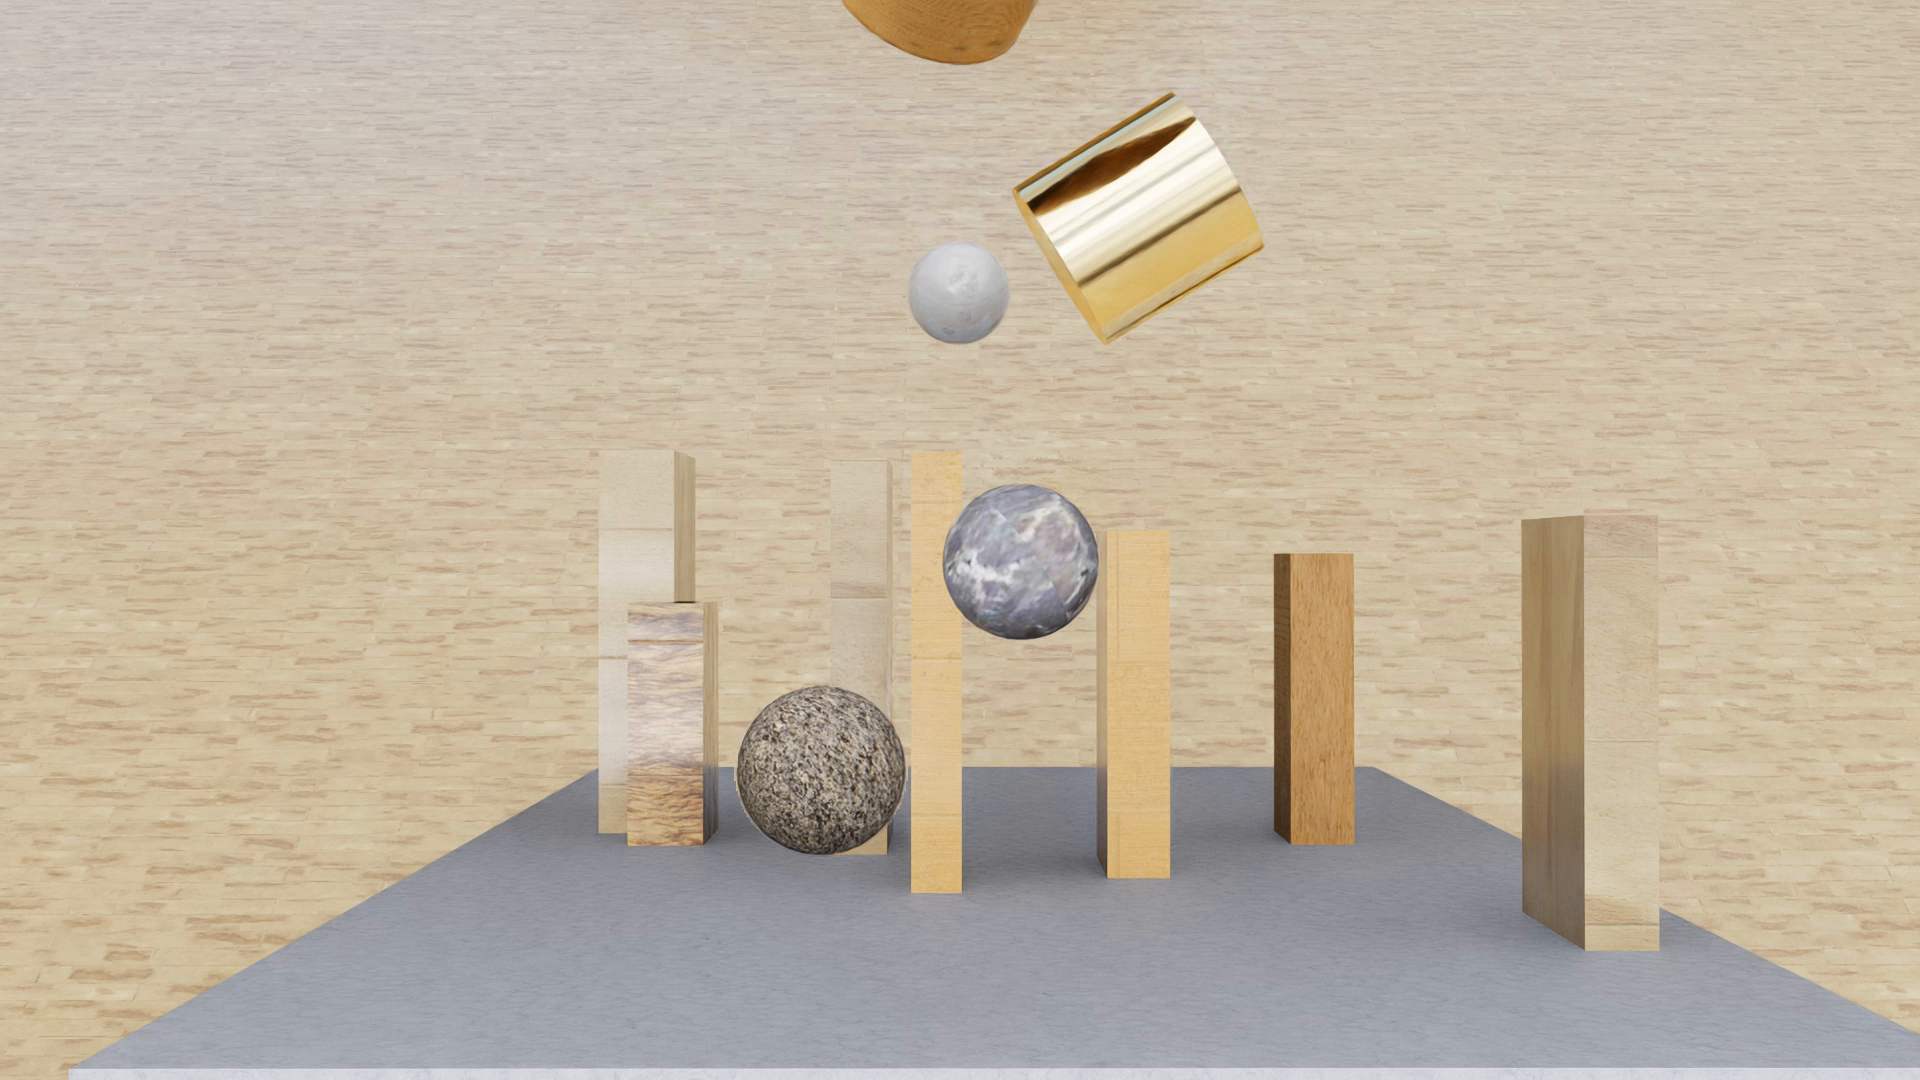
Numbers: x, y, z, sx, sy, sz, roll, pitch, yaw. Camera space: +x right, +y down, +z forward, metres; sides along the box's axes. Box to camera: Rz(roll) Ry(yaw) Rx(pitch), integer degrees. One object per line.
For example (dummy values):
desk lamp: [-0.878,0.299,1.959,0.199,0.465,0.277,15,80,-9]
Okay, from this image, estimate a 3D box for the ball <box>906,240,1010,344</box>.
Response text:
ball: [-0.001,-0.261,2.735,0.109,0.109,0.109,0,31,0]

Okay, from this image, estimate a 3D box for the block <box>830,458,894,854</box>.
block: [-0.183,0.212,4.901,0.102,0.716,0.429,0,-1,0]

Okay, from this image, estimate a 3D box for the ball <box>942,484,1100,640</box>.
ball: [0.060,0.021,2.539,0.154,0.154,0.154,0,31,0]

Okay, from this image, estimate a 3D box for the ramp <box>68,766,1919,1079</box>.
ramp: [0.070,0.618,4.699,2.000,0.100,4.000,0,-1,0]

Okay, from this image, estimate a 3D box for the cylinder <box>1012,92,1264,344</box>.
cylinder: [0.163,-0.296,2.387,0.169,0.169,0.169,-31,35,1]

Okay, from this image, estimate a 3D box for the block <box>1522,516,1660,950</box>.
block: [0.899,0.264,3.717,0.101,0.592,0.392,0,-1,0]

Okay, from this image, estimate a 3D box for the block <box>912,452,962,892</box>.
block: [-0.038,0.213,4.329,0.081,0.705,0.378,0,-1,0]

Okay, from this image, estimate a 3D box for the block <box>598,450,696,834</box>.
block: [-0.632,0.200,5.261,0.147,0.747,0.410,0,-1,0]

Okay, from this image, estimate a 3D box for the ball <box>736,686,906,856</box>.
ball: [-0.152,0.252,2.839,0.185,0.185,0.185,0,31,0]

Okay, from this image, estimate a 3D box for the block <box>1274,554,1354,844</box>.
block: [0.678,0.298,4.973,0.118,0.545,0.261,0,-1,0]

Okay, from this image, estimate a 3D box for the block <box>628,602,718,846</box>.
block: [-0.550,0.346,4.985,0.141,0.451,0.309,0,-1,0]

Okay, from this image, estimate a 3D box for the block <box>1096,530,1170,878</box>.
block: [0.299,0.276,4.500,0.105,0.581,0.335,0,-1,0]

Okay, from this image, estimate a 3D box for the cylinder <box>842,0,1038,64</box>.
cylinder: [0.004,-0.553,2.265,0.191,0.191,0.191,13,51,-17]
